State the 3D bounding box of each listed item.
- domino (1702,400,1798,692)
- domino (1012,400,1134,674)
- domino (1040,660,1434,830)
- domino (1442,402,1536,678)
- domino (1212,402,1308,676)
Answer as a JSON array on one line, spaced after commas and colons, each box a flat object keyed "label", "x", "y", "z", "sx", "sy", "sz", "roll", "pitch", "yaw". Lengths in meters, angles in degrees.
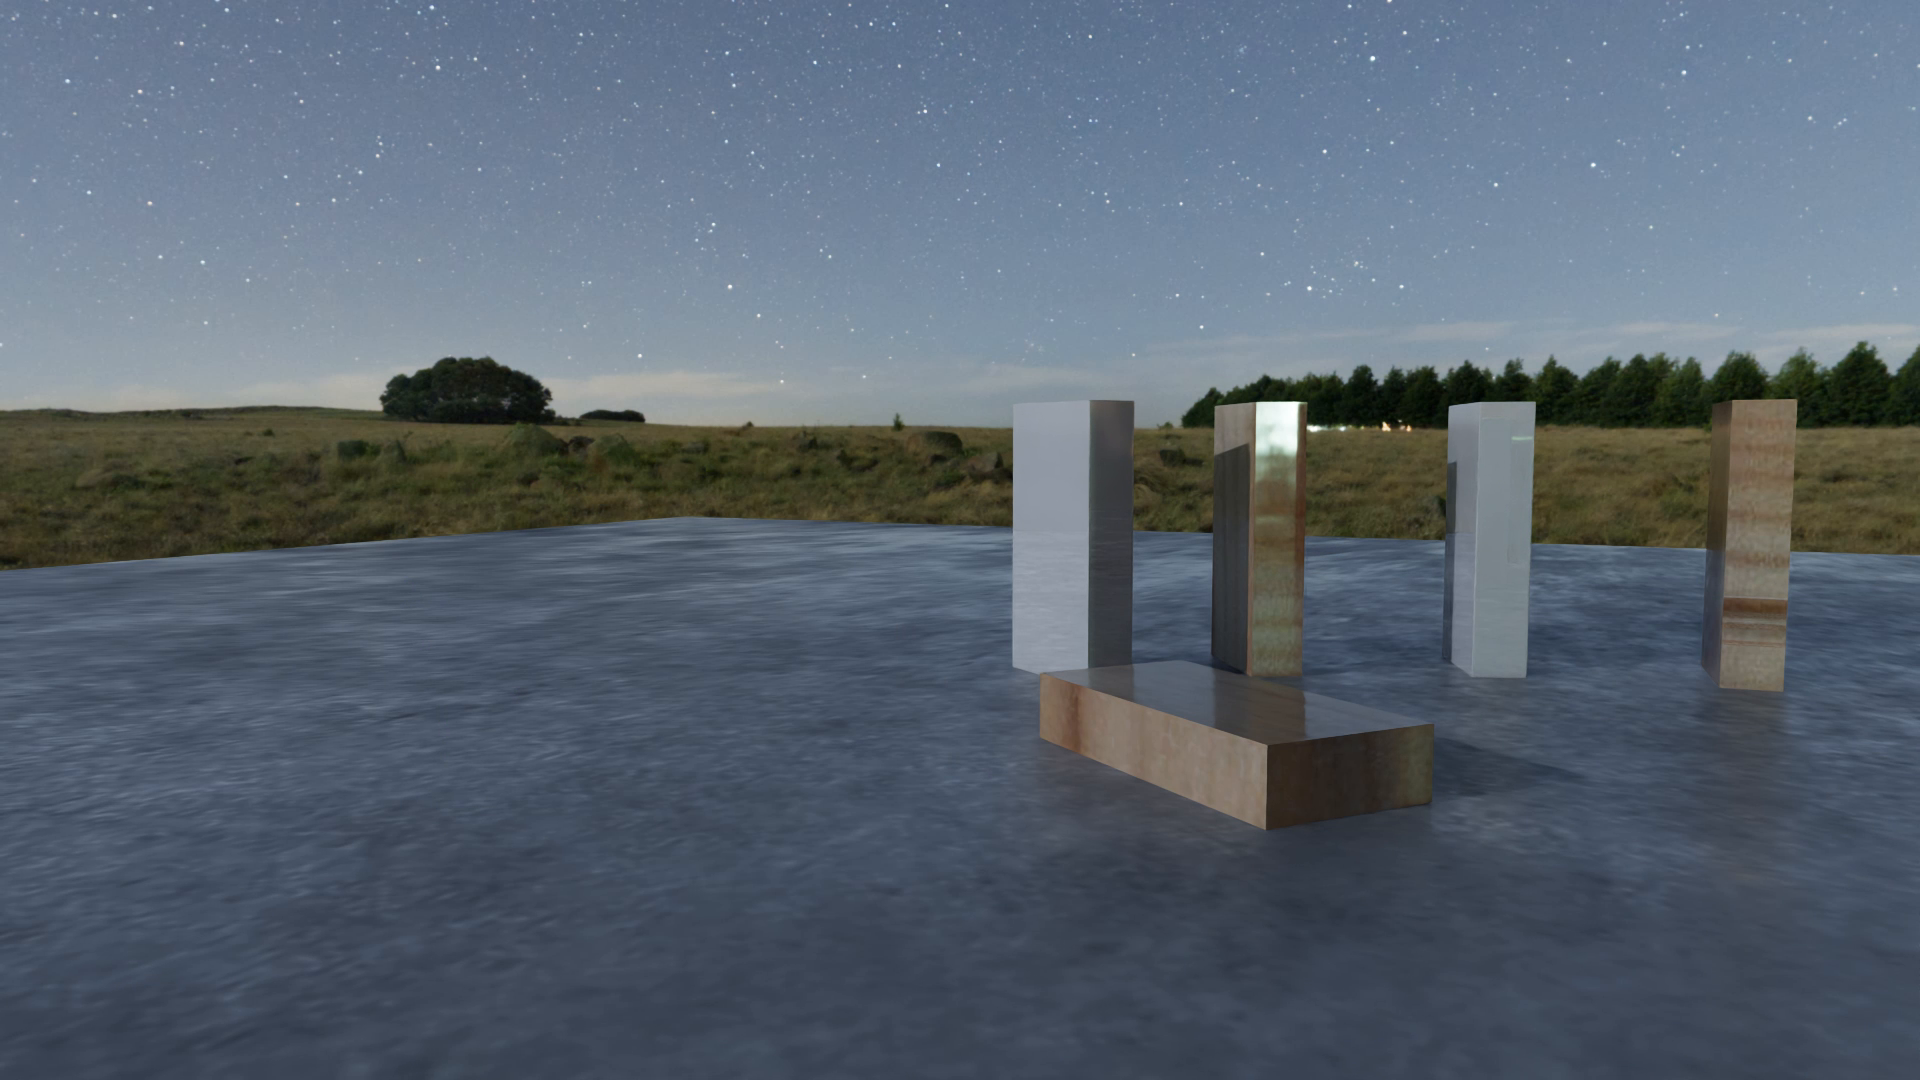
[{"label": "domino", "x": 0.142, "y": 0.000, "z": 0.232, "sx": 0.010, "sy": 0.050, "sz": 0.025, "roll": 2, "pitch": 5, "yaw": 23}, {"label": "domino", "x": 0.020, "y": 0.000, "z": 0.235, "sx": 0.009, "sy": 0.050, "sz": 0.025, "roll": -2, "pitch": 5, "yaw": -29}, {"label": "domino", "x": 0.034, "y": 0.025, "z": 0.169, "sx": 0.025, "sy": 0.010, "sz": 0.050, "roll": -2, "pitch": 5, "yaw": -26}, {"label": "domino", "x": 0.100, "y": -0.001, "z": 0.244, "sx": 0.010, "sy": 0.050, "sz": 0.025, "roll": 1, "pitch": 4, "yaw": 9}, {"label": "domino", "x": 0.057, "y": -0.001, "z": 0.246, "sx": 0.009, "sy": 0.050, "sz": 0.025, "roll": 0, "pitch": 4, "yaw": -6}]
